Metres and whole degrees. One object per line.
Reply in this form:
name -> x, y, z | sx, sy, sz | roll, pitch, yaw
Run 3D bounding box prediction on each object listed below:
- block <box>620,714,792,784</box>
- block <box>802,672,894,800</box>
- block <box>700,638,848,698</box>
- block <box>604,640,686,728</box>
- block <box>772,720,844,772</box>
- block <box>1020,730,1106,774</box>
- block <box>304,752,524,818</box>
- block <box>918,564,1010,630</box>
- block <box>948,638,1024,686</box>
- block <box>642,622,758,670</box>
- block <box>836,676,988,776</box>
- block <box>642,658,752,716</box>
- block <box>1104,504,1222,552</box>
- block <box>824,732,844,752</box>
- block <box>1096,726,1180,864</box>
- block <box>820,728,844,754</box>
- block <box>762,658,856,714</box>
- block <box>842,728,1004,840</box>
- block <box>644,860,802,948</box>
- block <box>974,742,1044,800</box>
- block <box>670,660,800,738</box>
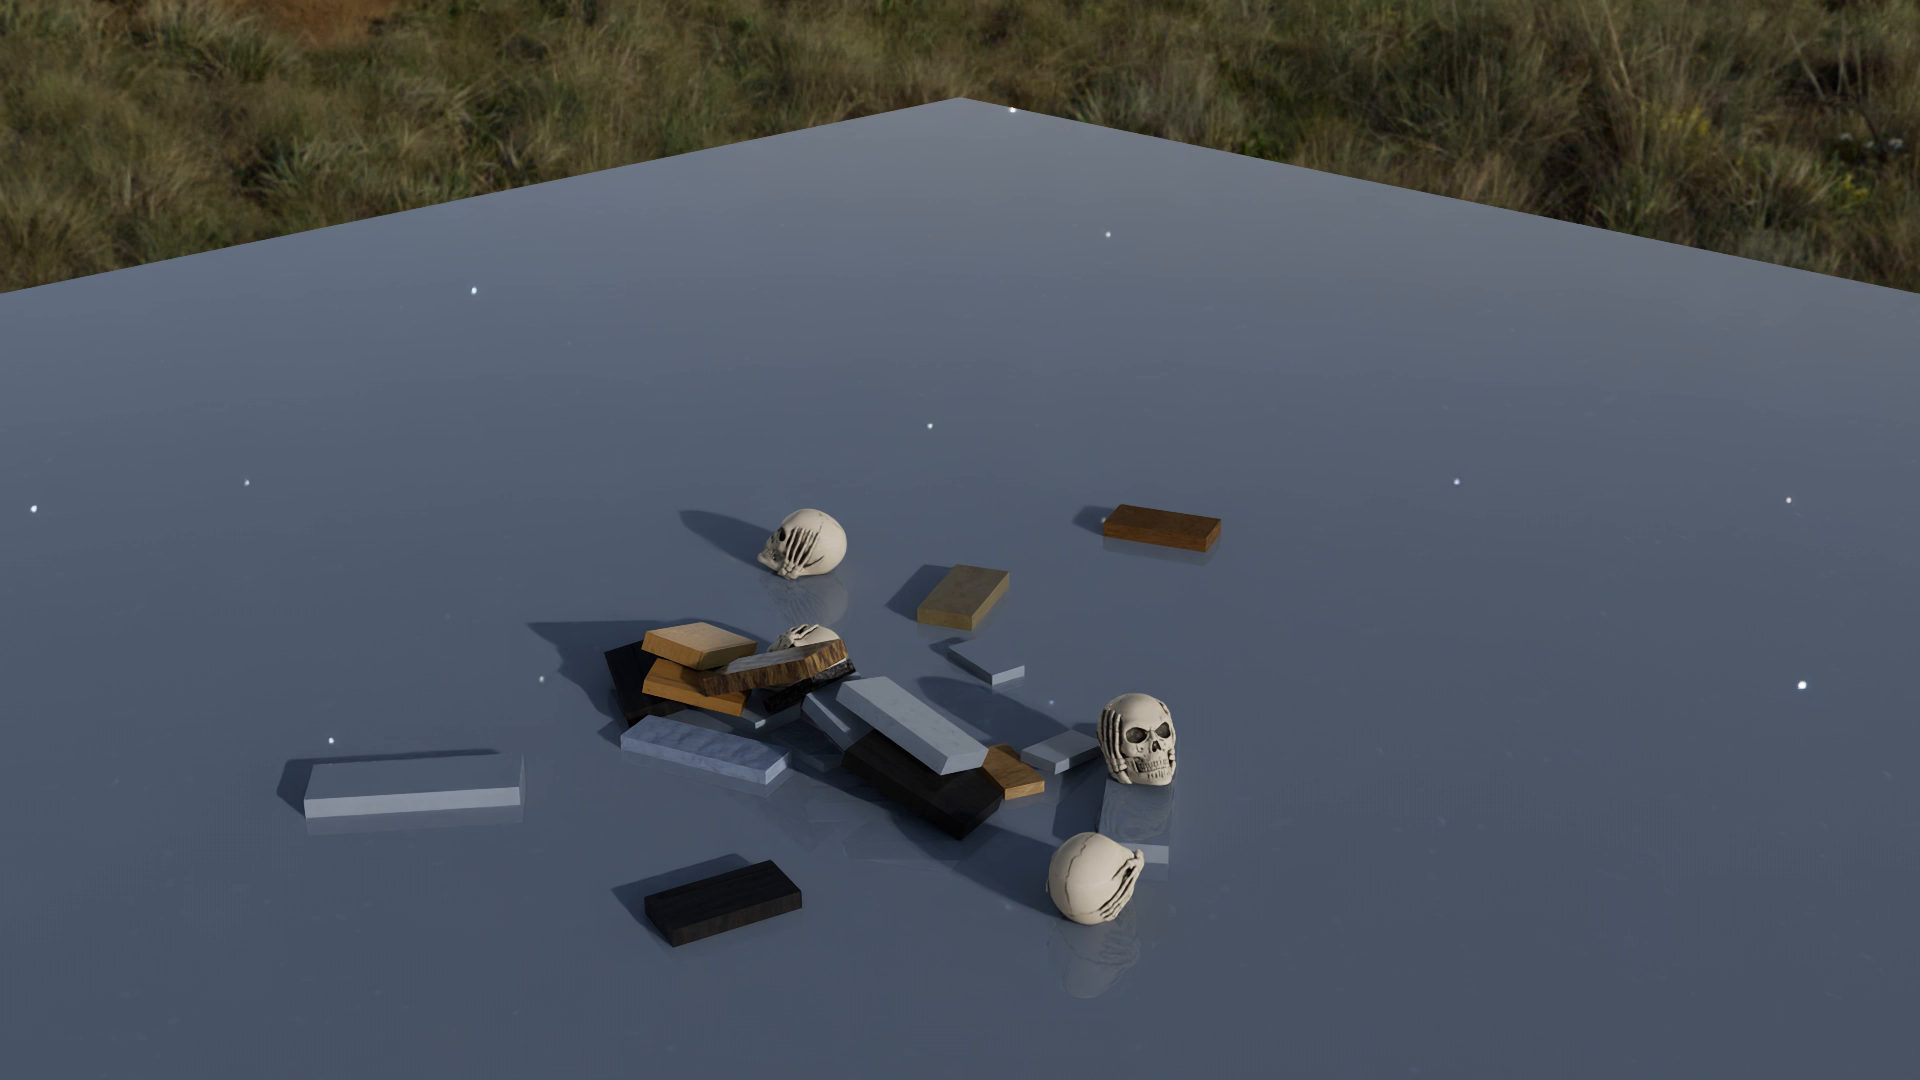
block -> -0.540, 0.444, 4.675 | 0.359, 0.031, 0.110 | 11, 25, 24
block -> -0.178, 0.408, 4.602 | 0.149, 0.042, 0.297 | -22, 55, -42
block -> -0.400, 0.274, 4.722 | 0.293, 0.042, 0.147 | -12, 9, 34
block -> -0.703, 0.313, 4.906 | 0.131, 0.037, 0.262 | -18, 33, -11
block -> -0.314, 0.440, 4.692 | 0.087, 0.025, 0.175 | -21, 31, -39
block -> 0.218, 0.447, 4.641 | 0.090, 0.026, 0.180 | 18, 21, 35
block -> -1.118, 0.503, 4.522 | 0.427, 0.042, 0.147 | -3, 23, -7
block -> 0.010, 0.139, 5.384 | 0.140, 0.040, 0.279 | 8, 24, 18
block -> 0.059, 0.279, 5.071 | 0.090, 0.026, 0.180 | -15, 27, -31
block -> -0.588, 0.239, 4.988 | 0.147, 0.042, 0.293 | 19, 8, 17
block -> -0.099, 0.380, 4.532 | 0.297, 0.042, 0.148 | 33, 19, 29
block -> -0.573, 0.322, 4.812 | 0.220, 0.031, 0.110 | 14, 24, 3
block -> 0.532, -0.032, 5.786 | 0.279, 0.040, 0.140 | 9, 25, 21
block -> -0.196, 0.435, 4.616 | 0.087, 0.025, 0.175 | -22, 54, -42
block -> 0.369, 0.514, 4.499 | 0.140, 0.040, 0.485 | 3, 23, 7
block -> -0.240, 0.402, 4.677 | 0.087, 0.025, 0.175 | -18, 52, -40
block -> -0.325, 0.314, 4.724 | 0.110, 0.031, 0.220 | -23, -4, -37
block -> -0.076, 0.485, 4.454 | 0.297, 0.042, 0.149 | 30, 33, 20
block -> -0.443, 0.678, 4.115 | 0.262, 0.037, 0.131 | -13, 26, -28
block -> 0.095, 0.482, 4.592 | 0.090, 0.026, 0.180 | -10, 25, -23
block -> -0.564, 0.331, 4.932 | 0.461, 0.037, 0.131 | 20, 30, 39
